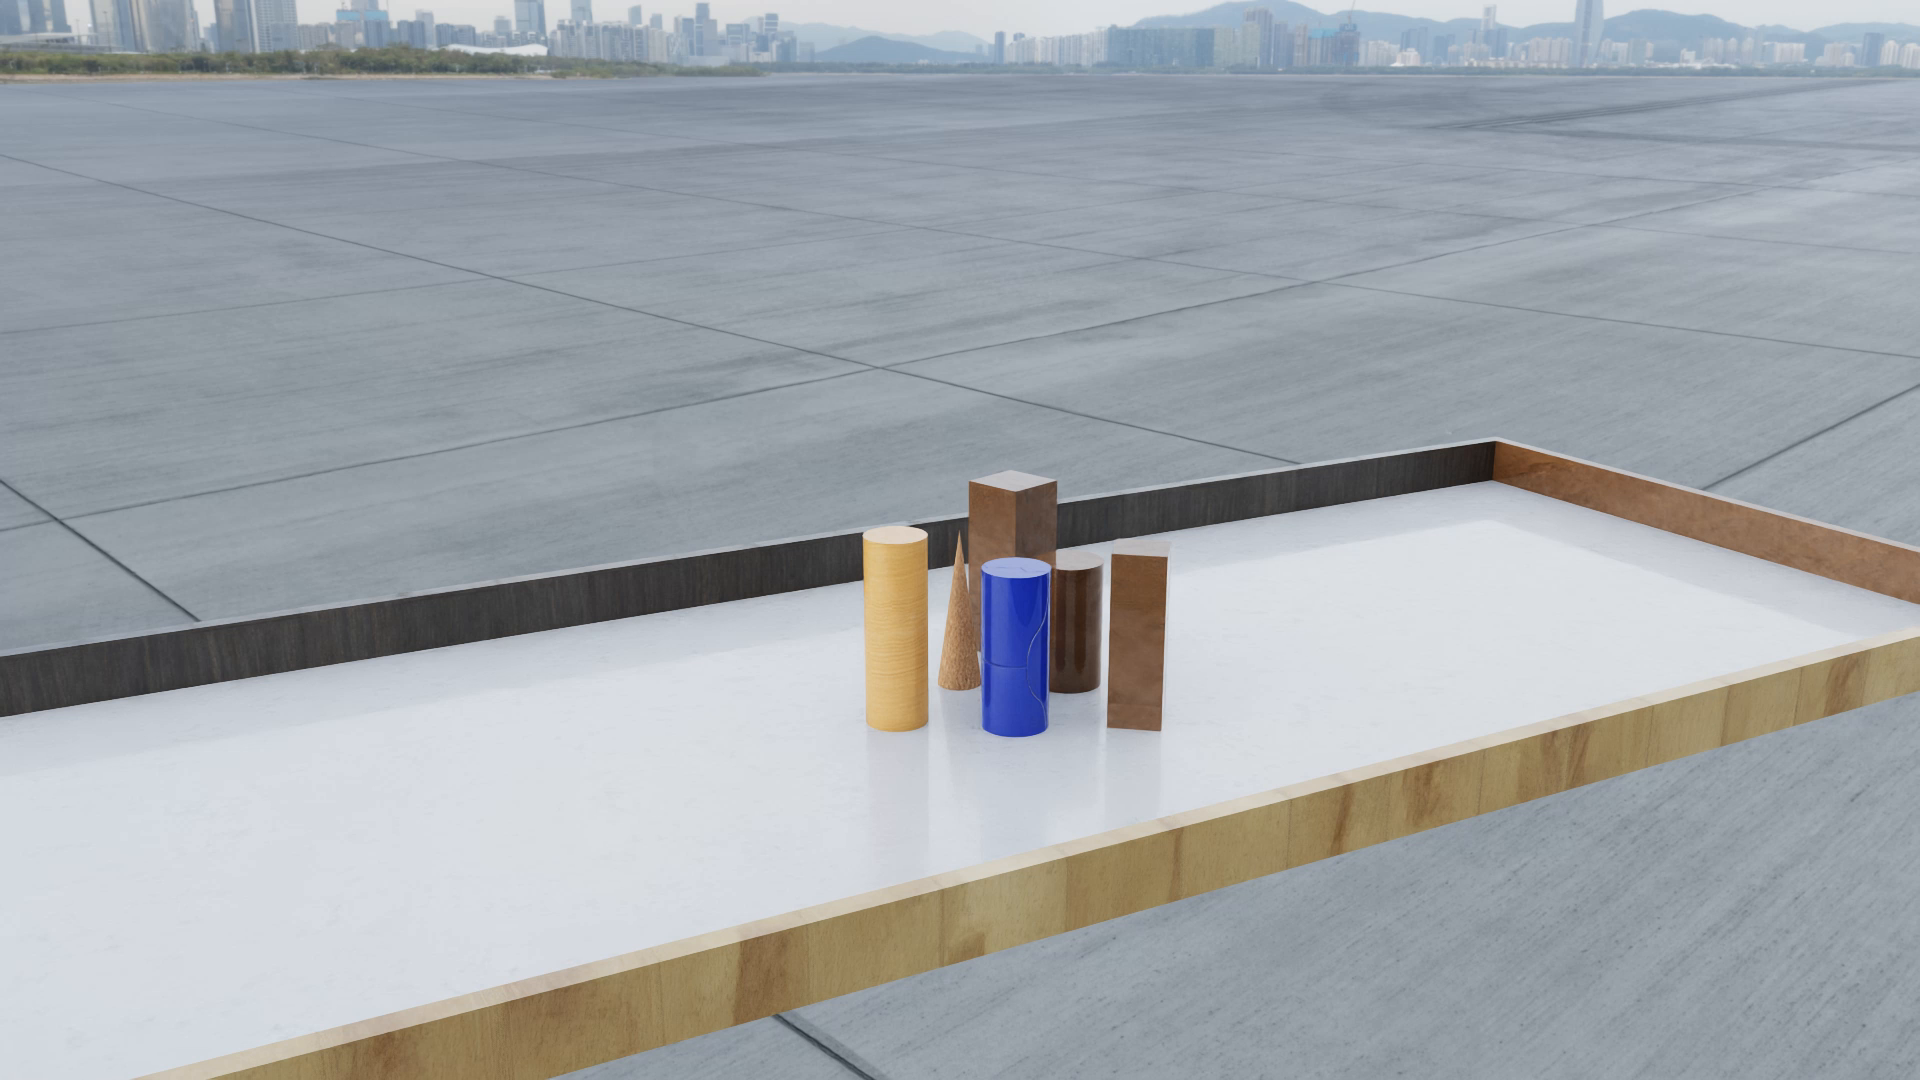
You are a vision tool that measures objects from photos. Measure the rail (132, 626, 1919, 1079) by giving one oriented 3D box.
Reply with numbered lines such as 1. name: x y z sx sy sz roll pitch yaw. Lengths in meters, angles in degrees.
1. rail: -2.336 1.006 1.665 12.000 0.150 0.050 -9 18 -27

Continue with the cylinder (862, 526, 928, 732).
1. cylinder: -0.148 0.207 3.842 0.149 0.456 0.149 0 16 0

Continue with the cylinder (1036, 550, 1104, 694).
1. cylinder: 0.270 0.202 4.100 0.168 0.319 0.168 0 16 0

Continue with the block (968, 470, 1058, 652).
1. block: 0.137 0.067 4.315 0.162 0.458 0.162 15 22 41

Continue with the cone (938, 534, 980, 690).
1. cone: -0.001 0.166 4.082 0.110 0.398 0.110 0 16 0

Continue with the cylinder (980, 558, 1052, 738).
1. cylinder: 0.129 0.248 3.828 0.160 0.385 0.160 0 16 0

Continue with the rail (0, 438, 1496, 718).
1. rail: -3.305 0.497 3.399 12.000 0.150 0.050 -9 18 -27

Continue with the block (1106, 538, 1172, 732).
1. block: 0.418 0.221 3.850 0.127 0.425 0.127 3 17 10

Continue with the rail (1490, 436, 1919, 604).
1. rail: 2.466 -0.048 5.253 0.050 0.150 2.100 -9 18 -27
